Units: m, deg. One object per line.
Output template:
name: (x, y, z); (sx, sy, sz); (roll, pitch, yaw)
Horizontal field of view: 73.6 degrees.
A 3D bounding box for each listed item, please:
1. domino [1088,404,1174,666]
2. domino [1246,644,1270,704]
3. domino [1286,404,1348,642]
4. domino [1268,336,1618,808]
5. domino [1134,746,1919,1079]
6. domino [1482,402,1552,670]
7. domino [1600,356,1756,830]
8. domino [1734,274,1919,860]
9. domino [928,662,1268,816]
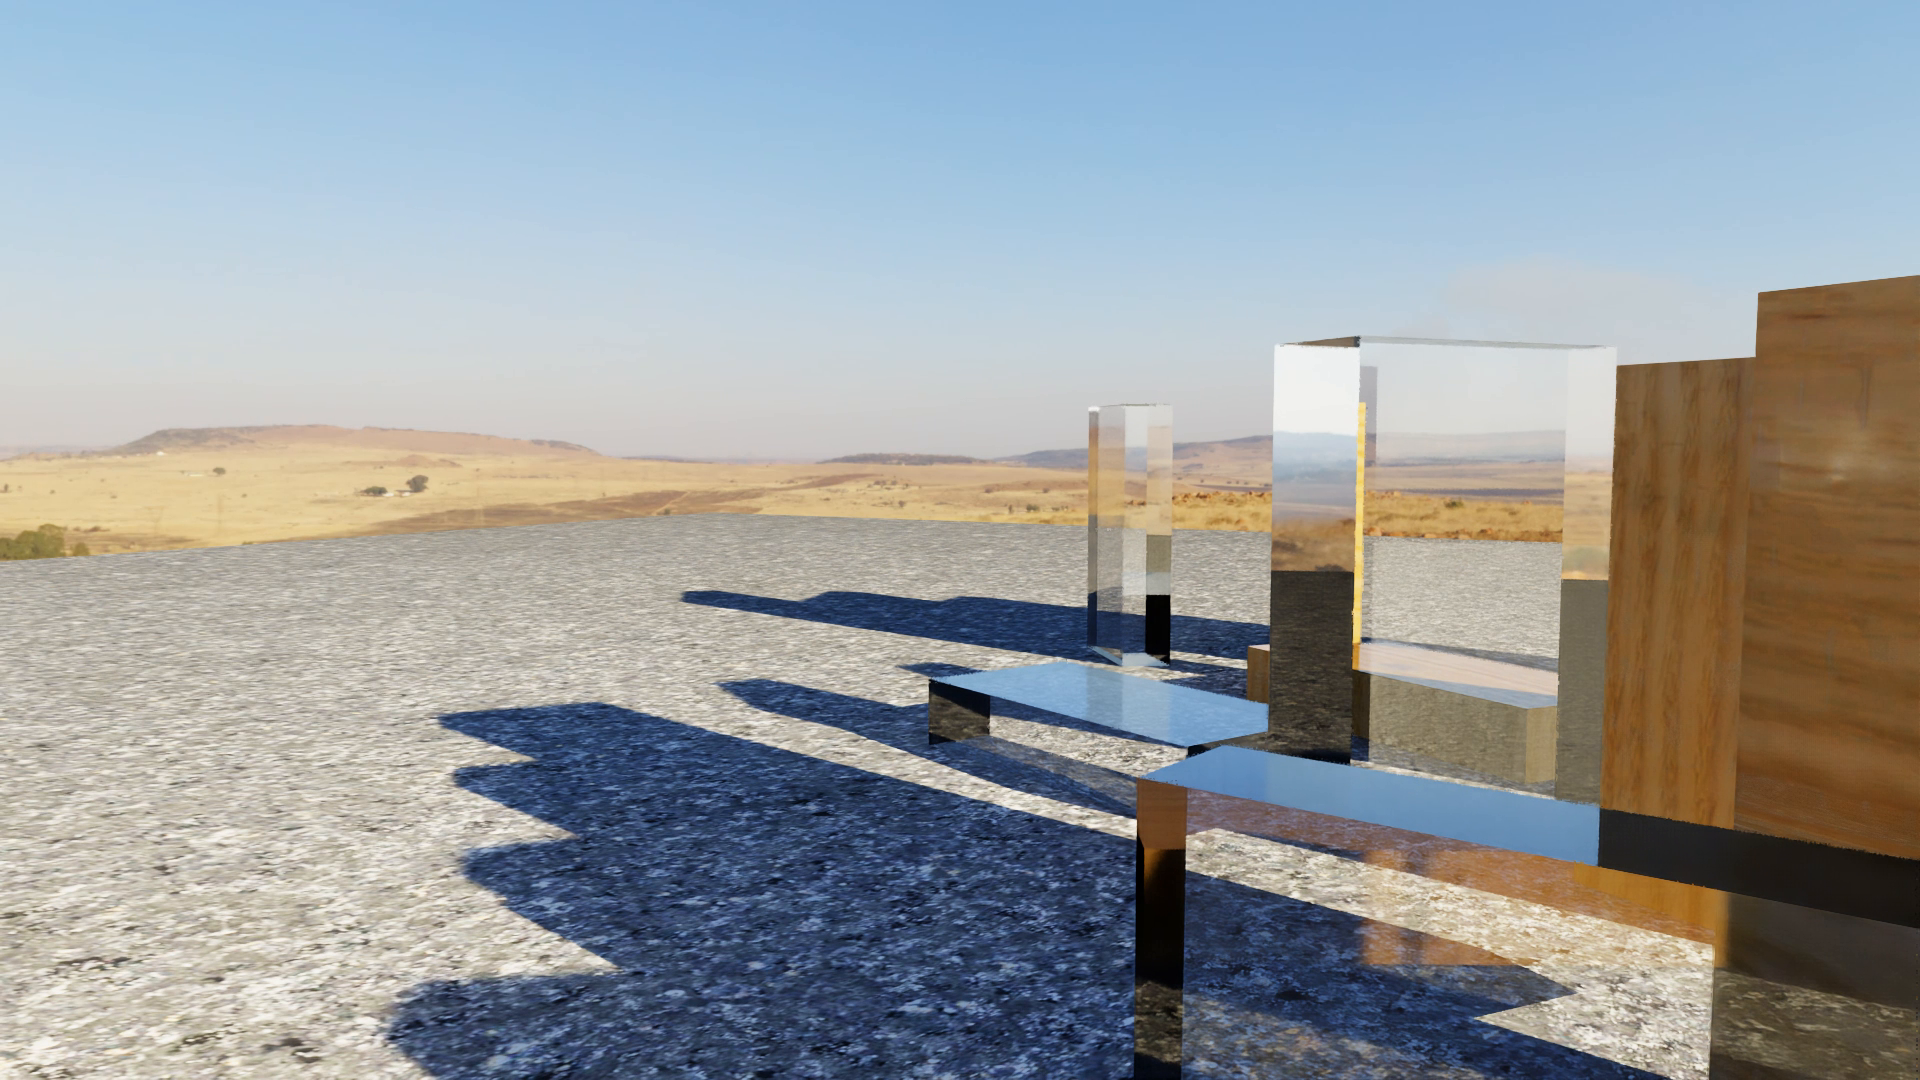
domino: (0.034, -0.002, 0.256); (0.009, 0.050, 0.025); (-1, 4, -10)
domino: (0.069, 0.023, 0.193); (0.025, 0.009, 0.050); (-2, 5, -26)
domino: (0.071, -0.002, 0.255); (0.009, 0.050, 0.025); (1, 4, 12)
domino: (0.037, 0.010, 0.100); (0.025, 0.050, 0.009); (-2, 5, -23)
domino: (0.032, 0.026, 0.056); (0.050, 0.025, 0.009); (4, 6, 40)
domino: (0.106, -0.001, 0.243); (0.010, 0.050, 0.025); (2, 5, 26)
domino: (0.072, 0.009, 0.117); (0.010, 0.050, 0.025); (-2, 5, -26)
domino: (0.053, 0.013, 0.066); (0.025, 0.050, 0.009); (-2, 5, -24)
domino: (0.020, 0.025, 0.168); (0.025, 0.009, 0.050); (-3, 5, -35)
